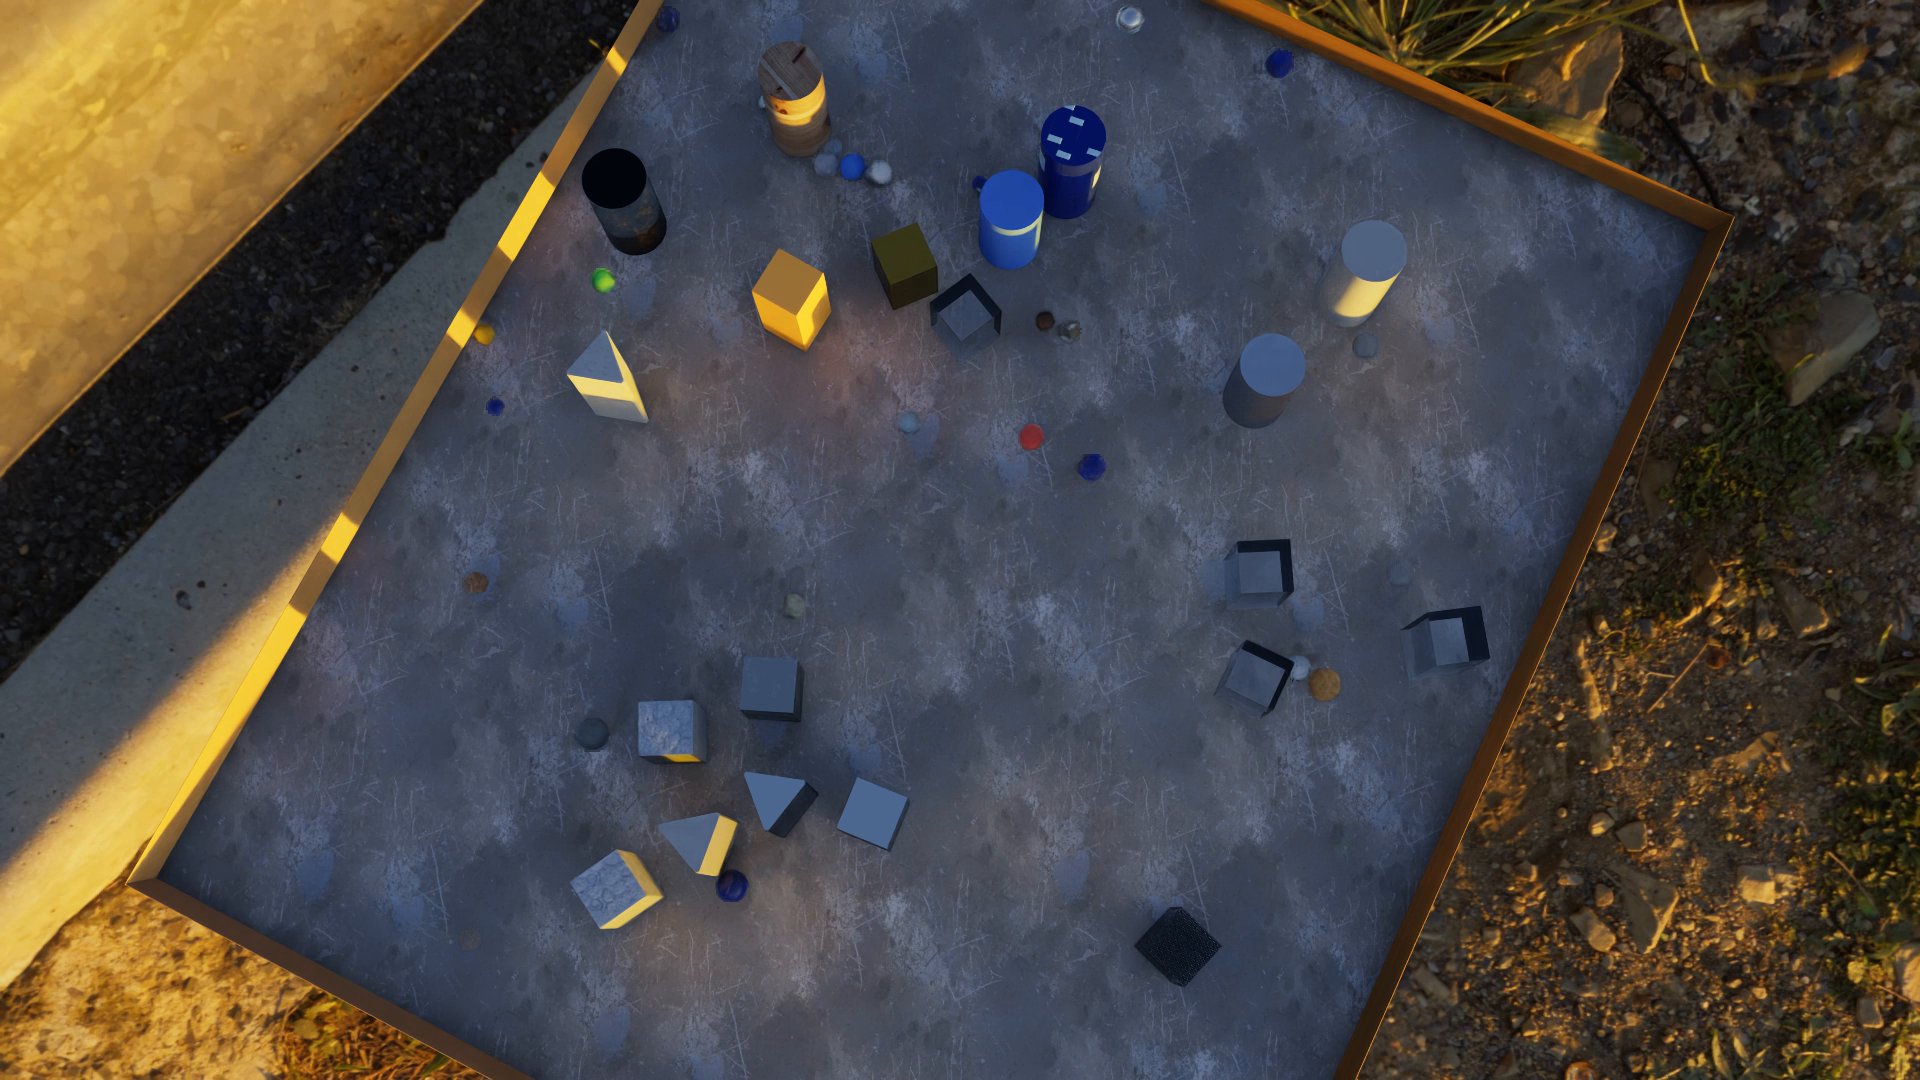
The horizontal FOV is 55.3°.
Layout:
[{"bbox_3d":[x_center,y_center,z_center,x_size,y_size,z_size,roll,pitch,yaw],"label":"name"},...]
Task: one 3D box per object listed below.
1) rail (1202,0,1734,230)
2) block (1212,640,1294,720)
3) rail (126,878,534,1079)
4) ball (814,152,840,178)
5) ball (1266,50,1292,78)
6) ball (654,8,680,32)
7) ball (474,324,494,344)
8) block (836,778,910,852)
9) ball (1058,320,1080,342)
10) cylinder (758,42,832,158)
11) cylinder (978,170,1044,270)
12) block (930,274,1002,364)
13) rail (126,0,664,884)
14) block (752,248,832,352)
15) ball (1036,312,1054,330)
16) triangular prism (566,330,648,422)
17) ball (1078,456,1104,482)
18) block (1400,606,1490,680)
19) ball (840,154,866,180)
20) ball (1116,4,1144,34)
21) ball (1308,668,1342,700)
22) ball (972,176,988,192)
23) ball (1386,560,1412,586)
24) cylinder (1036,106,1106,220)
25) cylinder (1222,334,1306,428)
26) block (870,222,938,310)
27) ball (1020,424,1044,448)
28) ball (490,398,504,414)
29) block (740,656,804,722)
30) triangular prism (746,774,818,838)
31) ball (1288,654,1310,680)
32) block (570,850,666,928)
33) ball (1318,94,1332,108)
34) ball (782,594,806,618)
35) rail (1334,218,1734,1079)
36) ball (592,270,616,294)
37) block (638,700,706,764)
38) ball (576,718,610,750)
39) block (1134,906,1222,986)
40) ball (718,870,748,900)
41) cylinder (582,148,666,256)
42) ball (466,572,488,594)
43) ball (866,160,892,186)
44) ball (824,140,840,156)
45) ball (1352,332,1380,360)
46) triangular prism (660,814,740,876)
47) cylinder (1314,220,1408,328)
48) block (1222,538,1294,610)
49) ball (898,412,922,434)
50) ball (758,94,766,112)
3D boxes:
[{"bbox_3d":[0.879,-1.715,5.906,3.398,0.125,0.045,26,80,5],"label":"rail"},{"bbox_3d":[0.864,0.413,5.404,0.154,0.249,0.154,26,79,5],"label":"block"},{"bbox_3d":[-0.879,1.729,5.194,3.398,0.125,0.045,26,80,5],"label":"rail"},{"bbox_3d":[-0.423,-1.189,5.817,0.081,0.081,0.081,0,78,0],"label":"ball"},{"bbox_3d":[1.024,-1.528,5.888,0.087,0.087,0.087,0,78,0],"label":"ball"},{"bbox_3d":[-0.947,-1.680,5.925,0.077,0.077,0.077,0,78,0],"label":"ball"},{"bbox_3d":[-1.485,-0.643,5.718,0.061,0.061,0.061,0,78,0],"label":"ball"},{"bbox_3d":[-0.249,0.799,5.314,0.154,0.269,0.154,22,79,4],"label":"block"},{"bbox_3d":[0.340,-0.653,5.718,0.065,0.065,0.065,0,78,0],"label":"ball"},{"bbox_3d":[-0.509,-1.361,5.685,0.193,0.417,0.193,0,78,0],"label":"cylinder"},{"bbox_3d":[0.156,-0.983,5.647,0.193,0.339,0.193,0,78,0],"label":"cylinder"},{"bbox_3d":[0.018,-0.679,5.635,0.154,0.238,0.154,-37,81,-7],"label":"block"},{"bbox_3d":[-1.498,-0.727,5.702,0.045,0.125,3.979,26,80,5],"label":"rail"},{"bbox_3d":[-0.510,-0.727,5.588,0.154,0.350,0.154,30,80,6],"label":"block"},{"bbox_3d":[0.265,-0.686,5.729,0.058,0.058,0.058,0,78,0],"label":"ball"},{"bbox_3d":[-1.040,-0.493,5.499,0.167,0.430,0.145,9,78,2],"label":"triangular prism"},{"bbox_3d":[0.402,-0.220,5.621,0.080,0.080,0.080,0,78,0],"label":"ball"},{"bbox_3d":[1.420,0.306,5.382,0.154,0.336,0.154,-7,78,-1],"label":"block"},{"bbox_3d":[-0.340,-1.187,5.820,0.082,0.082,0.082,0,78,0],"label":"ball"},{"bbox_3d":[0.549,-1.682,5.919,0.089,0.089,0.089,0,78,0],"label":"ball"},{"bbox_3d":[1.090,0.430,5.478,0.096,0.096,0.096,0,78,0],"label":"ball"},{"bbox_3d":[0.066,-1.131,5.824,0.051,0.051,0.051,0,78,0],"label":"ball"},{"bbox_3d":[1.332,0.102,5.554,0.080,0.080,0.080,0,78,0],"label":"ball"},{"bbox_3d":[0.337,-1.157,5.641,0.193,0.421,0.193,0,78,0],"label":"cylinder"},{"bbox_3d":[0.914,-0.476,5.532,0.193,0.358,0.193,0,78,0],"label":"cylinder"},{"bbox_3d":[-0.170,-0.845,5.671,0.154,0.235,0.154,-23,79,-5],"label":"block"},{"bbox_3d":[0.221,-0.320,5.645,0.075,0.075,0.075,0,78,0],"label":"ball"},{"bbox_3d":[-1.437,-0.415,5.680,0.044,0.044,0.044,0,78,0],"label":"ball"},{"bbox_3d":[-0.551,0.441,5.396,0.154,0.253,0.154,4,78,1],"label":"block"},{"bbox_3d":[-0.530,0.727,5.221,0.145,0.479,0.167,38,81,7],"label":"triangular prism"},{"bbox_3d":[1.013,0.380,5.499,0.077,0.077,0.077,0,78,0],"label":"ball"},{"bbox_3d":[-0.971,0.998,5.231,0.154,0.351,0.154,-35,80,-7],"label":"block"},{"bbox_3d":[1.174,-1.410,5.886,0.043,0.043,0.043,0,78,0],"label":"ball"},{"bbox_3d":[-0.504,0.199,5.538,0.073,0.073,0.073,0,78,0],"label":"ball"},{"bbox_3d":[1.498,0.740,5.398,0.045,0.125,3.979,26,80,5],"label":"rail"},{"bbox_3d":[-1.118,-0.810,5.748,0.071,0.071,0.071,0,78,0],"label":"ball"},{"bbox_3d":[-0.836,0.564,5.349,0.154,0.295,0.154,-2,78,0],"label":"block"},{"bbox_3d":[-1.091,0.577,5.448,0.097,0.097,0.097,0,78,0],"label":"ball"},{"bbox_3d":[0.618,1.158,5.225,0.154,0.297,0.154,43,82,8],"label":"block"},{"bbox_3d":[-0.665,1.010,5.361,0.090,0.090,0.090,0,78,0],"label":"ball"},{"bbox_3d":[-1.028,-1.035,5.632,0.193,0.389,0.193,0,78,0],"label":"cylinder"},{"bbox_3d":[-1.466,0.131,5.556,0.066,0.066,0.066,0,78,0],"label":"ball"},{"bbox_3d":[-0.256,-1.164,5.816,0.082,0.082,0.082,0,78,0],"label":"ball"},{"bbox_3d":[-0.408,-1.249,5.847,0.055,0.055,0.055,0,78,0],"label":"ball"},{"bbox_3d":[1.263,-0.604,5.700,0.081,0.081,0.081,0,78,0],"label":"ball"},{"bbox_3d":[-0.710,0.838,5.200,0.145,0.476,0.167,-41,81,-8],"label":"triangular prism"},{"bbox_3d":[1.214,-0.805,5.571,0.193,0.415,0.193,0,78,0],"label":"cylinder"},{"bbox_3d":[0.885,0.105,5.446,0.154,0.291,0.154,-3,78,-1],"label":"block"},{"bbox_3d":[-0.155,-0.360,5.655,0.070,0.070,0.070,0,78,0],"label":"ball"},{"bbox_3d":[-0.619,-1.405,5.876,0.061,0.061,0.061,0,78,0],"label":"ball"}]
